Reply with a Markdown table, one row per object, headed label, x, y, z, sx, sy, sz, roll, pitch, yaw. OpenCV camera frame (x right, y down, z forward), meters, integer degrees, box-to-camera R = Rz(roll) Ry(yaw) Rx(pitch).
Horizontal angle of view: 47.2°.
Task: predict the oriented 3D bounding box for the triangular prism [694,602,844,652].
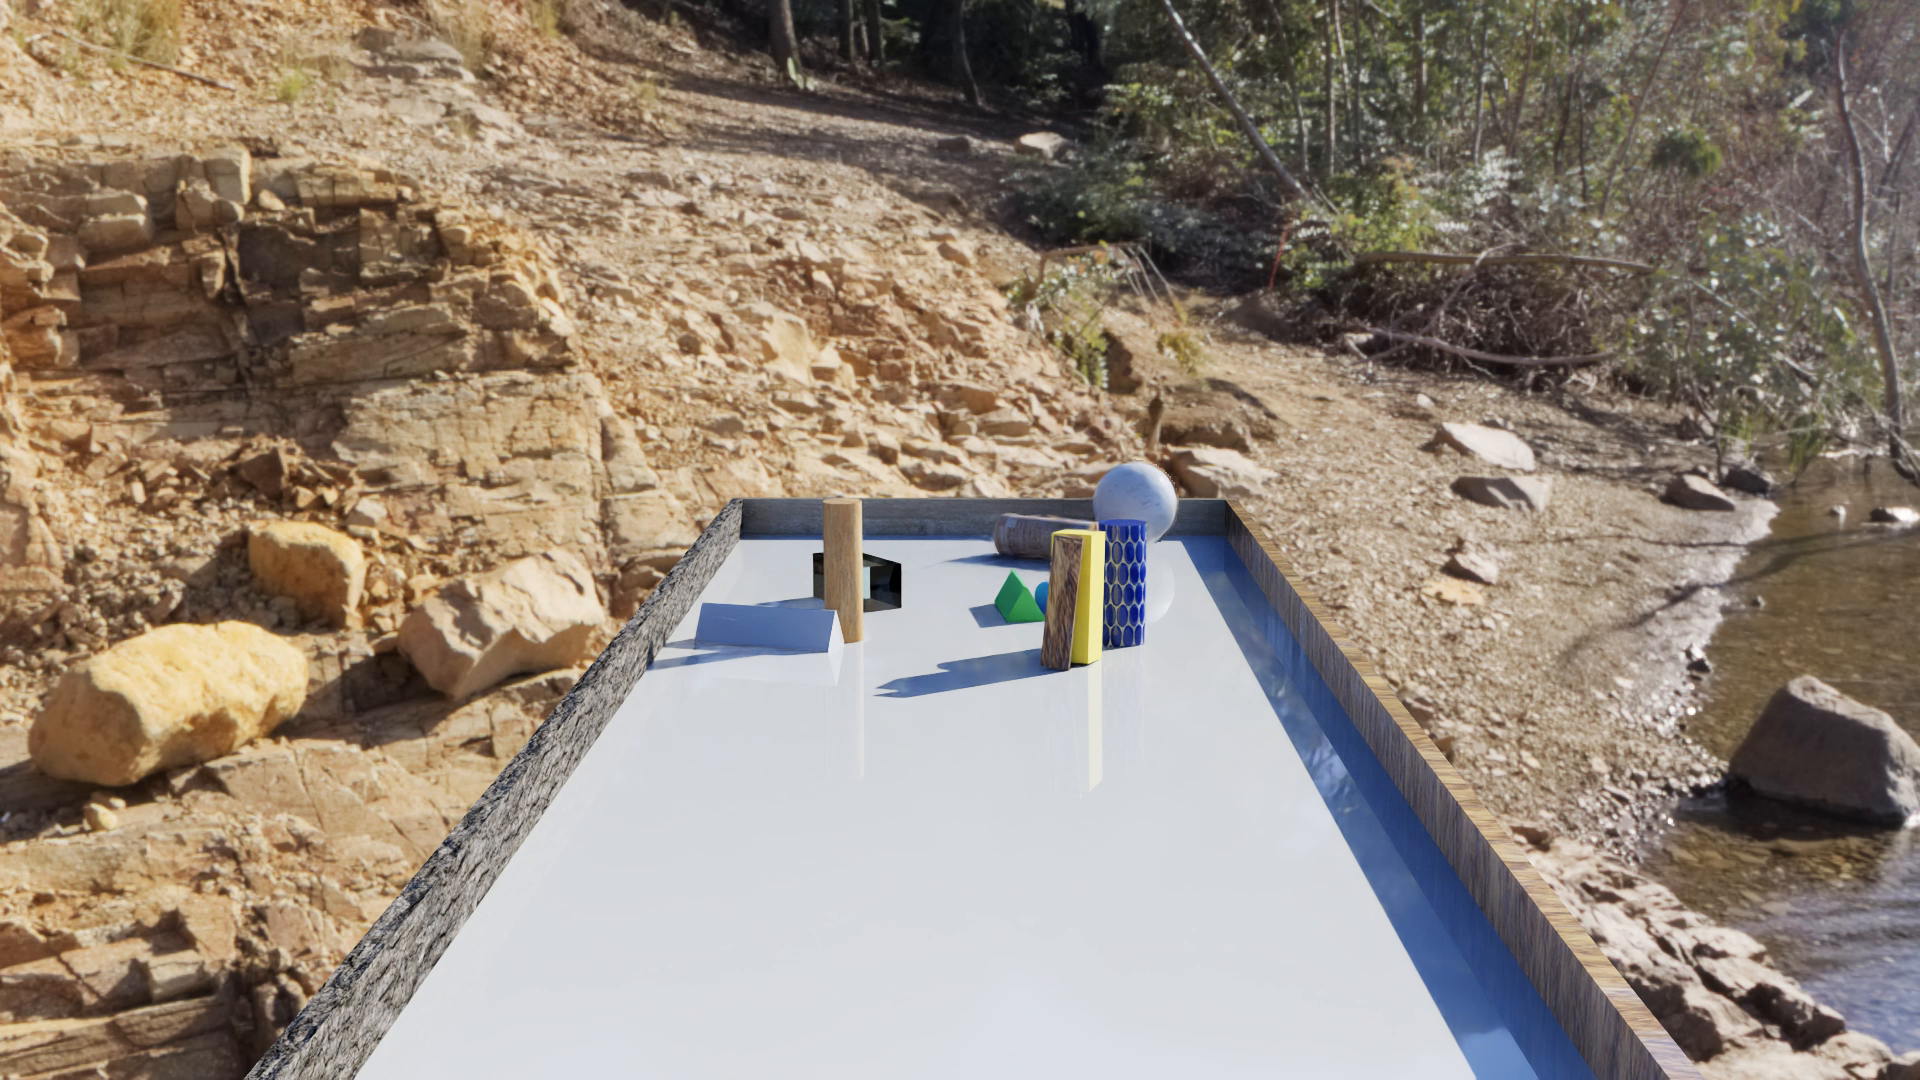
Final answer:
| label | x | y | z | sx | sy | sz | roll | pitch | yaw |
| --- | --- | --- | --- | --- | --- | --- | --- | --- | --- |
| triangular prism | -0.603 | 0.266 | 6.935 | 0.454 | 0.117 | 0.136 | 3 | 10 | 18 |

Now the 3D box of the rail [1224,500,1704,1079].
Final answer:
| label | x | y | z | sx | sy | sz | roll | pitch | yaw |
| --- | --- | --- | --- | --- | --- | --- | --- | --- | --- |
| rail | 1.046 | 0.843 | 3.208 | 0.050 | 0.150 | 12.000 | 0 | 9 | 1 |

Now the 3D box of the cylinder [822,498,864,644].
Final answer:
| label | x | y | z | sx | sy | sz | roll | pitch | yaw |
| --- | --- | --- | --- | --- | --- | --- | --- | --- | --- |
| cylinder | -0.371 | 0.097 | 6.972 | 0.123 | 0.445 | 0.123 | 0 | 10 | 0 |

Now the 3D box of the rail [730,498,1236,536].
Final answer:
| label | x | y | z | sx | sy | sz | roll | pitch | yaw |
| --- | --- | --- | --- | --- | --- | --- | --- | --- | --- |
| rail | 0.099 | -0.098 | 9.147 | 2.100 | 0.150 | 0.050 | 0 | 9 | 1 |

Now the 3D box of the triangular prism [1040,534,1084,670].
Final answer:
| label | x | y | z | sx | sy | sz | roll | pitch | yaw |
| --- | --- | --- | --- | --- | --- | --- | --- | --- | --- |
| triangular prism | 0.319 | 0.184 | 6.577 | 0.094 | 0.395 | 0.082 | 9 | 8 | 24 |

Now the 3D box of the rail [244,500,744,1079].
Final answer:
| label | x | y | z | sx | sy | sz | roll | pitch | yaw |
| --- | --- | --- | --- | --- | --- | --- | --- | --- | --- |
| rail | -1.004 | 0.839 | 3.234 | 0.050 | 0.150 | 12.000 | 0 | 9 | 1 |

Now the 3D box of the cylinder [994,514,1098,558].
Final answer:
| label | x | y | z | sx | sy | sz | roll | pitch | yaw |
| --- | --- | --- | --- | --- | --- | --- | --- | --- | --- |
| cylinder | 0.347 | -0.007 | 8.541 | 0.412 | 0.161 | 0.161 | 6 | 11 | 34 |

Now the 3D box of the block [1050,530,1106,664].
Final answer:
| label | x | y | z | sx | sy | sz | roll | pitch | yaw |
| --- | --- | --- | --- | --- | --- | --- | --- | --- | --- |
| block | 0.354 | 0.170 | 6.674 | 0.127 | 0.389 | 0.127 | 4 | 6 | 22 |

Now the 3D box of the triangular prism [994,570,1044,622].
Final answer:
| label | x | y | z | sx | sy | sz | roll | pitch | yaw |
| --- | --- | --- | --- | --- | --- | --- | --- | --- | --- |
| triangular prism | 0.201 | 0.186 | 7.458 | 0.130 | 0.113 | 0.341 | -1 | 9 | -6 |

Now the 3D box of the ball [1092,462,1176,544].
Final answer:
| label | x | y | z | sx | sy | sz | roll | pitch | yaw |
| --- | --- | --- | --- | --- | --- | --- | --- | --- | --- |
| ball | 0.703 | -0.146 | 8.851 | 0.338 | 0.338 | 0.338 | 0 | 9 | 0 |

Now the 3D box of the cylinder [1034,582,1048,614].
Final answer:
| label | x | y | z | sx | sy | sz | roll | pitch | yaw |
| --- | --- | --- | --- | --- | --- | --- | --- | --- | --- |
| cylinder | 0.431 | 0.176 | 7.542 | 0.385 | 0.111 | 0.111 | -8 | 12 | -42 |

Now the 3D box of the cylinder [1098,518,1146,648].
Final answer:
| label | x | y | z | sx | sy | sz | roll | pitch | yaw |
| --- | --- | --- | --- | --- | --- | --- | --- | --- | --- |
| cylinder | 0.510 | 0.134 | 6.936 | 0.152 | 0.384 | 0.152 | 0 | 9 | 0 |

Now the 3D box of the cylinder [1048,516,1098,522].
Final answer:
| label | x | y | z | sx | sy | sz | roll | pitch | yaw |
| --- | --- | --- | --- | --- | --- | --- | --- | --- | --- |
| cylinder | 0.488 | -0.024 | 8.784 | 0.320 | 0.118 | 0.118 | 7 | 11 | 37 |

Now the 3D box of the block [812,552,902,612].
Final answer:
| label | x | y | z | sx | sy | sz | roll | pitch | yaw |
| --- | --- | --- | --- | --- | --- | --- | --- | --- | --- |
| block | -0.359 | 0.140 | 7.631 | 0.155 | 0.155 | 0.355 | -6 | 11 | -31 |
